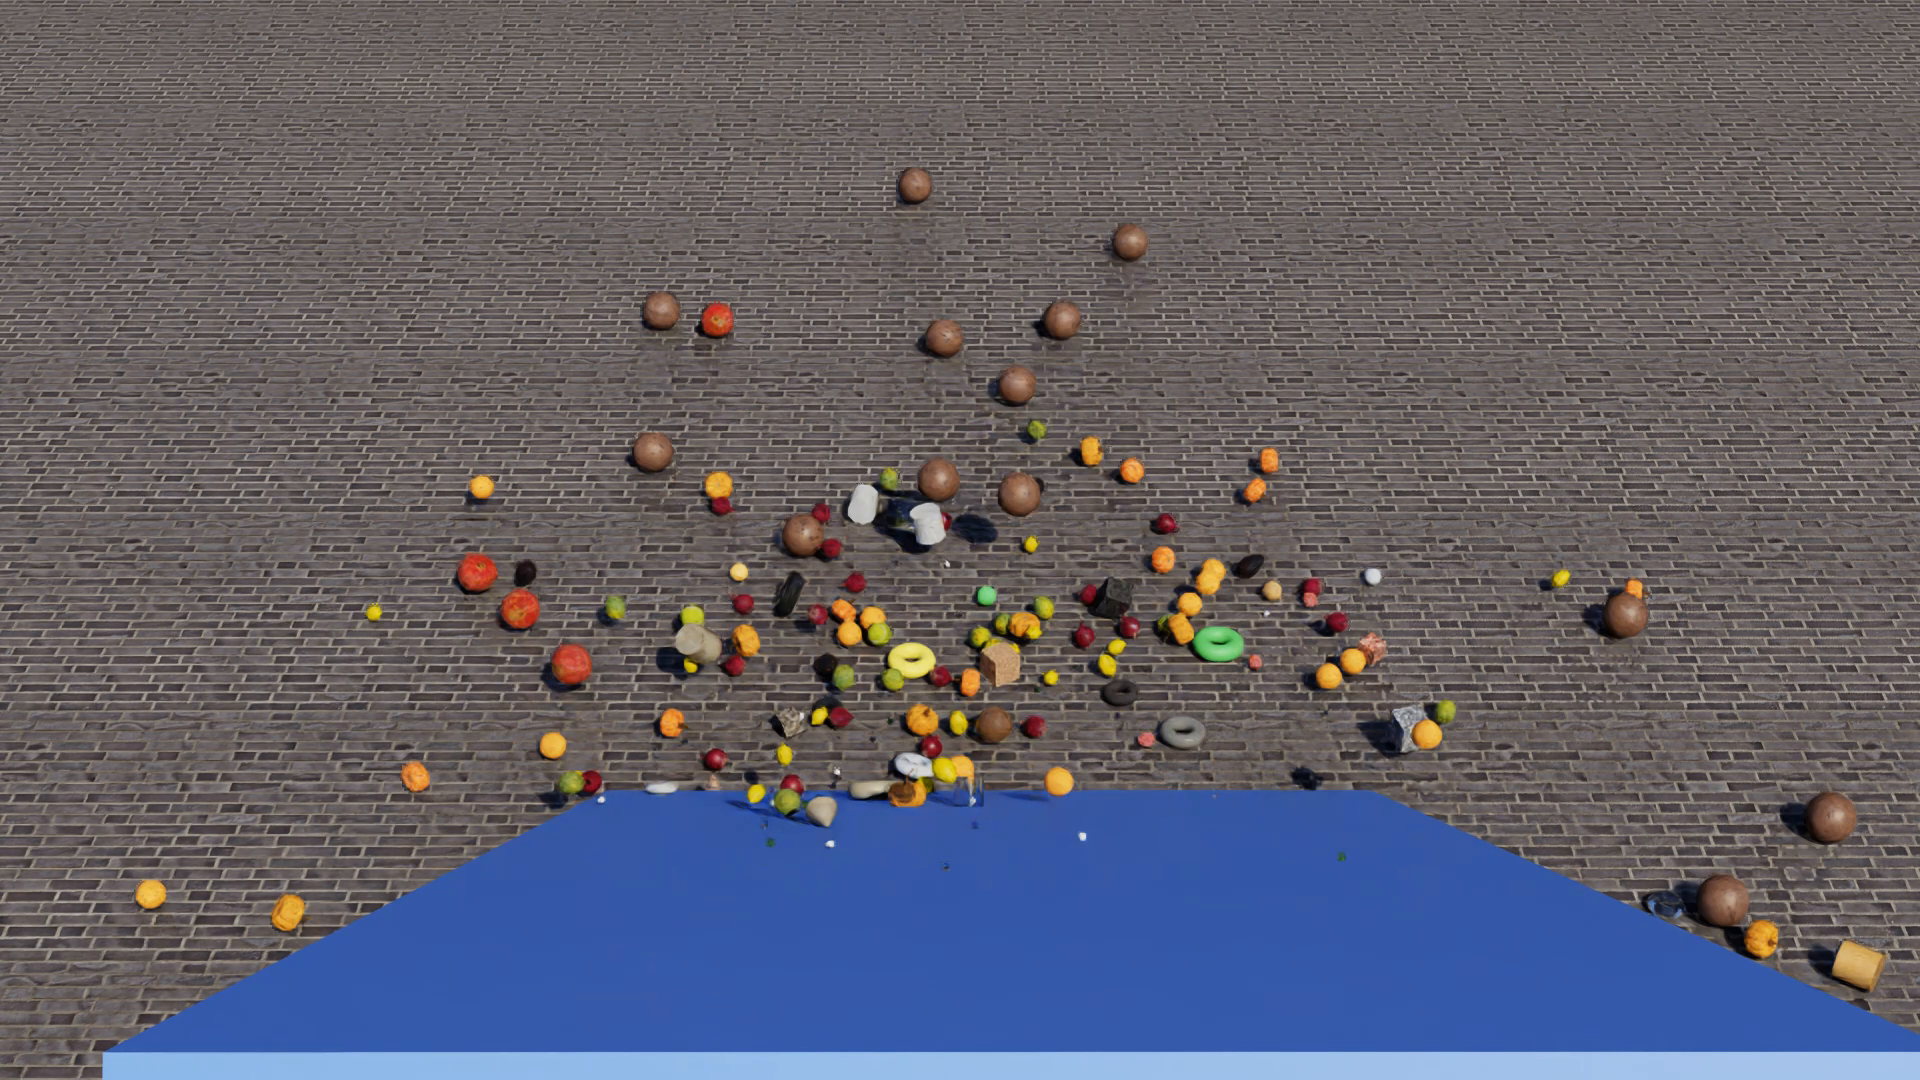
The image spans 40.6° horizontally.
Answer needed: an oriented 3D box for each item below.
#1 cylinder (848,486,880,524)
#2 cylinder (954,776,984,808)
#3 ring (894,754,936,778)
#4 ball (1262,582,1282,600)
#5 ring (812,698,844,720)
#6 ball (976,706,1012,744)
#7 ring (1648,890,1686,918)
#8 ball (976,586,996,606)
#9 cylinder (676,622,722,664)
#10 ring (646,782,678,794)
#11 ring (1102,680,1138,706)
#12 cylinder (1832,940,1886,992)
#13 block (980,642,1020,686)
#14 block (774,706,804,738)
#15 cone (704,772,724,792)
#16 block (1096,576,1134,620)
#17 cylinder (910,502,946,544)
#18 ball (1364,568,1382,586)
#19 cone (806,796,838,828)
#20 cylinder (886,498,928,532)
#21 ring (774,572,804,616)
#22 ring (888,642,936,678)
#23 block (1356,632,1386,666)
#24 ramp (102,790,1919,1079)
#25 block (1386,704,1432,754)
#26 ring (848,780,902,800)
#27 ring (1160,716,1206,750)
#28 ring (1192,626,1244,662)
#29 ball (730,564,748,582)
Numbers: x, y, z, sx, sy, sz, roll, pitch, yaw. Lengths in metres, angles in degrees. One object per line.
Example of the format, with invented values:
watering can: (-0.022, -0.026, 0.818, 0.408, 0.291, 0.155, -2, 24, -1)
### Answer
cylinder: (-0.298, -0.110, 7.992, 0.088, 0.088, 0.088, 4, 28, 6)
cylinder: (0.021, 0.605, 6.247, 0.072, 0.072, 0.072, 0, -1, 0)
ring: (-0.121, 0.606, 6.954, 0.117, 0.039, 0.117, 13, 15, -4)
ball: (0.919, 0.150, 7.636, 0.058, 0.058, 0.058, 0, 34, 0)
ring: (-0.364, 0.467, 7.194, 0.086, 0.029, 0.086, 0, 34, 0)
ball: (0.092, 0.502, 7.057, 0.100, 0.100, 0.100, 0, 34, 0)
ring: (1.775, 0.917, 6.526, 0.095, 0.032, 0.095, 2, 31, -1)
ball: (0.077, 0.165, 7.614, 0.058, 0.058, 0.058, 0, 34, 0)
cylinder: (-0.722, 0.287, 7.169, 0.093, 0.093, 0.093, -11, 65, 25)
ring: (-0.769, 0.639, 6.684, 0.081, 0.027, 0.081, -1, -1, 0)
ring: (0.447, 0.427, 7.249, 0.100, 0.033, 0.100, -3, 34, 2)
cylinder: (2.179, 1.032, 6.296, 0.095, 0.095, 0.095, 21, 39, 29)
block: (0.114, 0.350, 7.320, 0.080, 0.080, 0.080, -19, 39, -26)
block: (-0.466, 0.499, 7.102, 0.055, 0.055, 0.055, -25, 29, -15)
cone: (-0.643, 0.628, 6.767, 0.052, 0.052, 0.052, 0, -1, 0)
block: (0.448, 0.169, 7.546, 0.079, 0.079, 0.079, 20, 48, -10)
cylinder: (-0.096, -0.048, 7.746, 0.091, 0.091, 0.091, -10, 31, 6)
ball: (1.224, 0.109, 7.702, 0.052, 0.052, 0.052, 0, 34, 0)
cone: (-0.295, 0.609, 5.667, 0.074, 0.074, 0.074, -8, 27, -11)
cylinder: (-0.155, -0.075, 7.855, 0.098, 0.098, 0.098, 9, 34, 27)
ring: (-0.498, 0.156, 7.566, 0.046, 0.139, 0.139, 24, 32, -12)
ring: (-0.137, 0.342, 7.364, 0.137, 0.046, 0.137, 1, 35, 0)
block: (1.162, 0.308, 7.330, 0.055, 0.055, 0.055, 35, 49, 27)
ramp: (0.075, 0.653, 4.796, 2.000, 0.100, 4.000, 0, -1, 0)
block: (1.207, 0.507, 6.973, 0.083, 0.083, 0.083, -11, 39, -15)
ring: (-0.215, 0.623, 6.480, 0.136, 0.045, 0.136, -1, -3, 0)
ring: (0.608, 0.526, 7.095, 0.126, 0.042, 0.126, 2, 32, -1)
ring: (0.739, 0.298, 7.425, 0.149, 0.050, 0.149, 0, 30, 0)
ball: (-0.657, 0.096, 7.718, 0.055, 0.055, 0.055, 0, 34, 0)
